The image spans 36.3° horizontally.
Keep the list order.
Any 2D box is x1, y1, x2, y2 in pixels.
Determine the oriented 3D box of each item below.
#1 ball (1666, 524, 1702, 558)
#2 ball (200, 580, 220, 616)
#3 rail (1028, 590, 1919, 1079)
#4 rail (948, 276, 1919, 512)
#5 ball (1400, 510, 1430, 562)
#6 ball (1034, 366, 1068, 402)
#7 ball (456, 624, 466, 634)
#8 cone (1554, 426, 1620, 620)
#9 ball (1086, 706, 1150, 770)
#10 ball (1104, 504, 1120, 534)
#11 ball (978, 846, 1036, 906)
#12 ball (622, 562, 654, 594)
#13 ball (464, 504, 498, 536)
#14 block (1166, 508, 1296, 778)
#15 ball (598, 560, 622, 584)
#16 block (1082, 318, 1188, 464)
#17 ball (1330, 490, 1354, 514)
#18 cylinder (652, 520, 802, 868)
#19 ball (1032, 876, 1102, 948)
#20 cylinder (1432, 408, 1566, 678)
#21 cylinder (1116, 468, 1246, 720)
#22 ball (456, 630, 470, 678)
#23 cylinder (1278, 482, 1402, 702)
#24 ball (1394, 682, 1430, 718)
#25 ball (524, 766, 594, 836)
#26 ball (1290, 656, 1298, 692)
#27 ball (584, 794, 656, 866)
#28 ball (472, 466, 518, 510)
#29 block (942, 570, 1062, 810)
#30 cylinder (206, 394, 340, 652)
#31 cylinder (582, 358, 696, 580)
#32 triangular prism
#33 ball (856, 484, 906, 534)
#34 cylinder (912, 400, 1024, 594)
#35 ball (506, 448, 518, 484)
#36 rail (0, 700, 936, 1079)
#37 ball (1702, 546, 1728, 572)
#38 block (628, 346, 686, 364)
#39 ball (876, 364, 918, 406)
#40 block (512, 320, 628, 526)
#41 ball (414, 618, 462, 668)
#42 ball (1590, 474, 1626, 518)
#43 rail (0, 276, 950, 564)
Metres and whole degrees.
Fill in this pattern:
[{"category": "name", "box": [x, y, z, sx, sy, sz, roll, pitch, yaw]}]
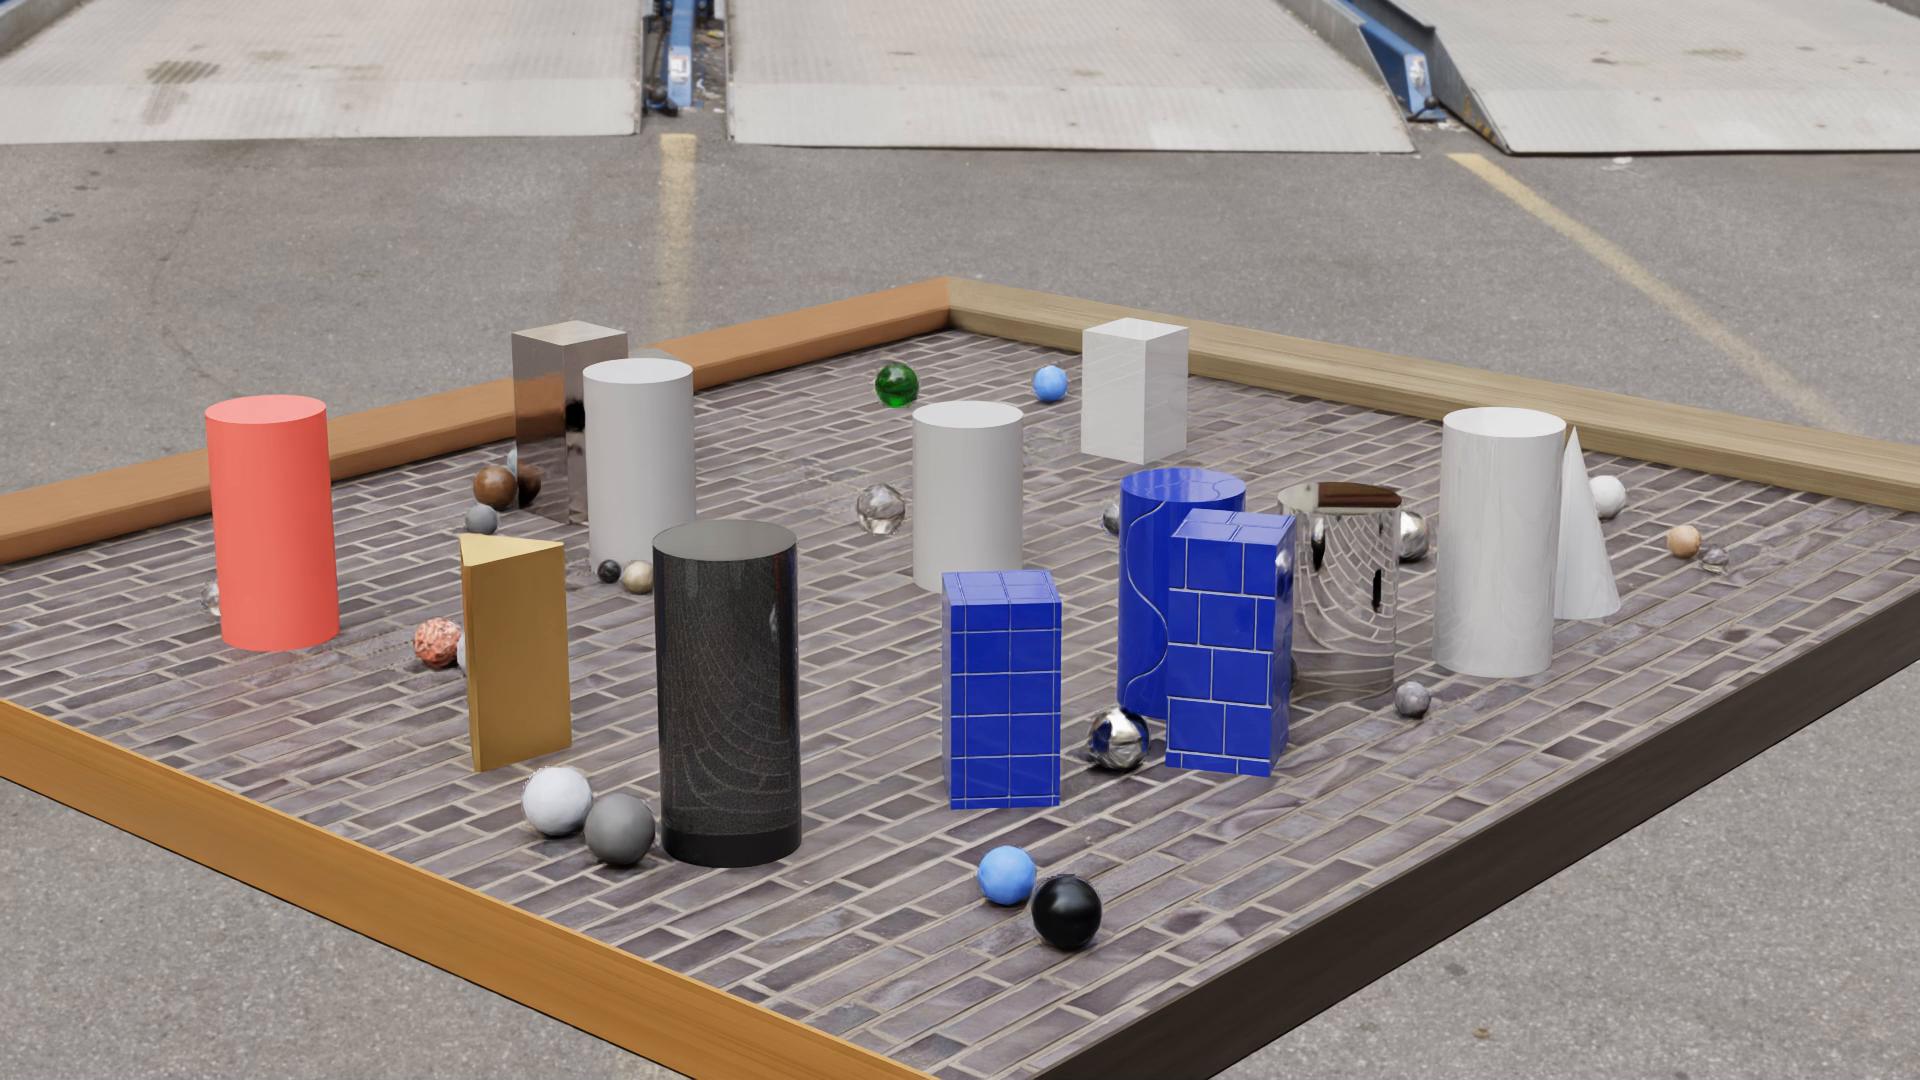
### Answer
[{"category": "ball", "box": [1.316, 0.003, 5.329, 0.062, 0.062, 0.062, 0, 17, 0]}, {"category": "ball", "box": [-1.256, 0.099, 4.972, 0.062, 0.062, 0.062, 0, 17, 0]}, {"category": "rail", "box": [1.054, 0.296, 4.244, 0.045, 0.126, 3.176, 14, 22, 39]}, {"category": "rail", "box": [1.026, -0.310, 6.251, 2.838, 0.126, 0.045, 14, 22, 39]}, {"category": "ball", "box": [0.807, -0.007, 5.312, 0.091, 0.091, 0.091, 0, 17, 0]}, {"category": "ball", "box": [0.200, -0.344, 6.453, 0.078, 0.078, 0.078, 0, 17, 0]}, {"category": "ball", "box": [-0.832, 0.161, 4.833, 0.046, 0.046, 0.046, 0, 17, 0]}, {"category": "cone", "box": [1.048, -0.044, 5.046, 0.194, 0.317, 0.194, 0, 17, 0]}, {"category": "ball", "box": [0.233, 0.292, 4.318, 0.093, 0.093, 0.093, 0, 17, 0]}, {"category": "ball", "box": [0.297, -0.039, 5.475, 0.059, 0.059, 0.059, 0, 17, 0]}, {"category": "ball", "box": [0.062, 0.441, 3.852, 0.077, 0.077, 0.077, 0, 17, 0]}, {"category": "ball", "box": [-0.561, 0.066, 5.128, 0.057, 0.057, 0.057, 0, 17, 0]}, {"category": "ball", "box": [-0.890, -0.035, 5.455, 0.063, 0.063, 0.063, 0, 17, 0]}, {"category": "block", "box": [0.400, 0.150, 4.336, 0.155, 0.354, 0.155, 5, 17, 16]}, {"category": "ball", "box": [-0.619, 0.056, 5.181, 0.043, 0.043, 0.043, 0, 17, 0]}, {"category": "block", "box": [0.359, -0.307, 6.019, 0.155, 0.258, 0.155, 13, 21, 36]}, {"category": "ball", "box": [0.731, -0.071, 5.603, 0.047, 0.047, 0.047, 0, 17, 0]}, {"category": "cylinder", "box": [-0.316, 0.208, 4.003, 0.194, 0.436, 0.194, 0, 17, 0]}, {"category": "ball", "box": [0.136, 0.472, 3.725, 0.091, 0.091, 0.091, 0, 17, 0]}, {"category": "cylinder", "box": [0.871, 0.002, 4.747, 0.194, 0.400, 0.194, 0, 17, 0]}, {"category": "cylinder", "box": [0.344, 0.083, 4.567, 0.194, 0.350, 0.194, 0, 17, 0]}, {"category": "ball", "box": [-0.756, 0.179, 4.685, 0.097, 0.097, 0.097, 0, 17, 0]}, {"category": "cylinder", "box": [0.597, 0.081, 4.651, 0.194, 0.305, 0.194, 0, 17, 0]}, {"category": "ball", "box": [0.699, 0.247, 4.533, 0.055, 0.055, 0.055, 0, 17, 0]}, {"category": "ball", "box": [-0.558, 0.363, 4.075, 0.097, 0.097, 0.097, 0, 17, 0]}, {"category": "ball", "box": [0.485, 0.209, 4.600, 0.088, 0.088, 0.088, 0, 17, 0]}, {"category": "ball", "box": [-0.461, 0.393, 3.977, 0.097, 0.097, 0.097, 0, 17, 0]}, {"category": "ball", "box": [-0.894, -0.101, 5.632, 0.086, 0.086, 0.086, 0, 17, 0]}, {"category": "block", "box": [0.058, 0.213, 4.211, 0.155, 0.306, 0.155, -1, 17, -5]}, {"category": "cylinder", "box": [-1.141, -0.030, 4.874, 0.194, 0.387, 0.194, 0, 17, 0]}, {"category": "cylinder", "box": [-0.571, -0.128, 5.246, 0.194, 0.360, 0.194, 0, 17, 0]}, {"category": "triangular prism", "box": [-0.695, 0.158, 4.372, 0.168, 0.318, 0.146, -14, 22, -40]}, {"category": "ball", "box": [-0.148, -0.058, 5.478, 0.094, 0.094, 0.094, 0, 17, 0]}, {"category": "cylinder", "box": [0.014, -0.076, 5.174, 0.194, 0.302, 0.194, 0, 17, 0]}, {"category": "ball", "box": [-0.852, -0.149, 5.791, 0.086, 0.086, 0.086, 0, 17, 0]}, {"category": "rail", "box": [-1.026, 0.373, 3.989, 2.838, 0.126, 0.045, 14, 22, 39]}, {"category": "ball", "box": [1.352, 0.035, 5.250, 0.047, 0.047, 0.047, 0, 17, 0]}, {"category": "block", "box": [-0.644, -0.241, 5.820, 0.155, 0.245, 0.155, -8, 19, -26]}, {"category": "ball", "box": [-0.137, -0.338, 6.403, 0.095, 0.095, 0.095, 0, 17, 0]}, {"category": "block", "box": [-0.738, -0.225, 5.591, 0.155, 0.348, 0.155, 16, 23, 42]}, {"category": "ball", "box": [-0.845, 0.167, 4.755, 0.080, 0.080, 0.080, 0, 17, 0]}, {"category": "ball", "box": [1.226, -0.083, 5.579, 0.082, 0.082, 0.082, 0, 17, 0]}, {"category": "rail", "box": [-1.054, -0.233, 5.996, 0.045, 0.126, 3.176, 14, 22, 39]}]
